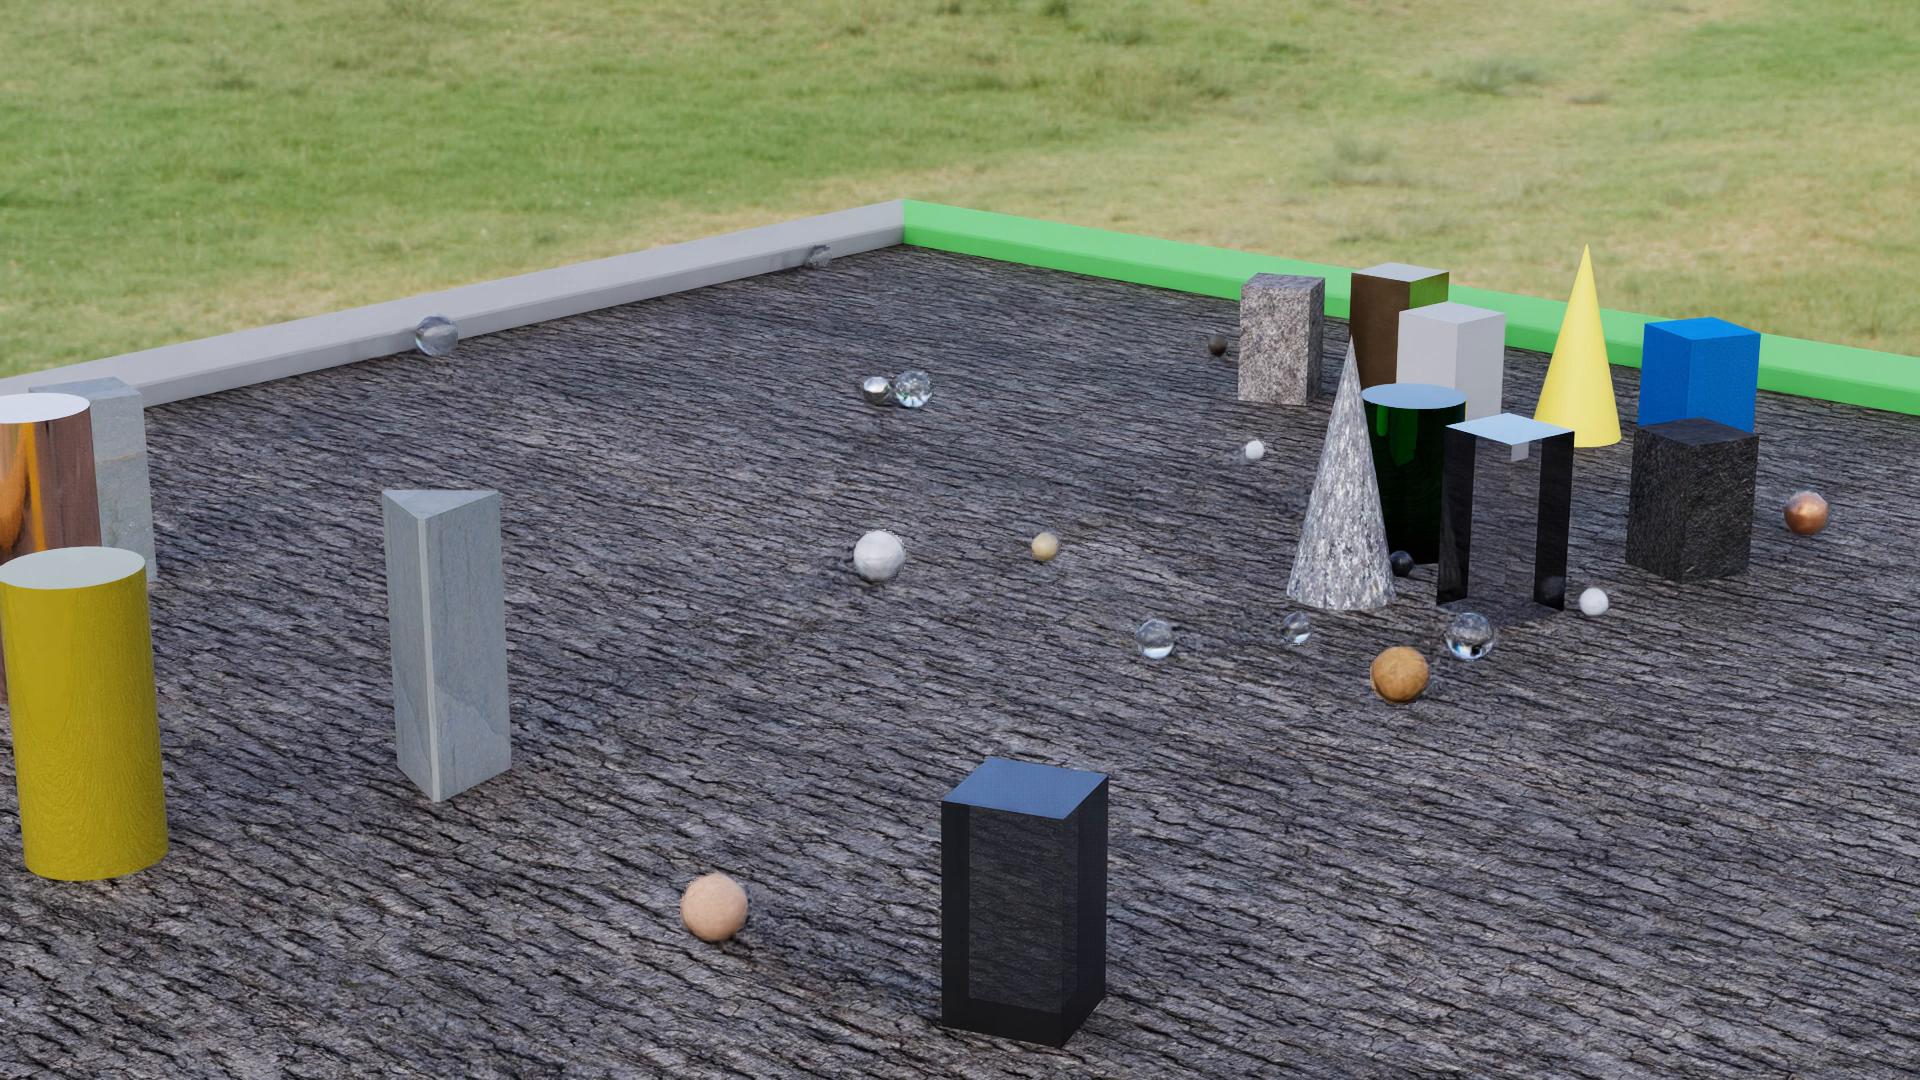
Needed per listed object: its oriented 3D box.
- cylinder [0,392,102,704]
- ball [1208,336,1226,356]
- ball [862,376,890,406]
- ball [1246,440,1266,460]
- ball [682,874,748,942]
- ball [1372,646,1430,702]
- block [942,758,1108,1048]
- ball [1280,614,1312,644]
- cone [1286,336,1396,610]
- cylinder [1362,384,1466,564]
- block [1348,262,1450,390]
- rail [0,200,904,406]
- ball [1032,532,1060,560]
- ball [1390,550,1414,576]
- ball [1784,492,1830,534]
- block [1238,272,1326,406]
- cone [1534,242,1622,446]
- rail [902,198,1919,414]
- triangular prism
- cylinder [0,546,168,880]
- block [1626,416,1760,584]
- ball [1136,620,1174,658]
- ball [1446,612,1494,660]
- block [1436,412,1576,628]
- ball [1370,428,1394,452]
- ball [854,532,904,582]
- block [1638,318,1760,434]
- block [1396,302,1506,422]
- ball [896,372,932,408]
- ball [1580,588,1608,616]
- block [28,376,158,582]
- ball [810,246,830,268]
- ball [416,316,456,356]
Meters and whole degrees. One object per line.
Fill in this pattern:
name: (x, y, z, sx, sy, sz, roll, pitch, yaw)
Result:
cylinder: (-1.447, 0.014, 4.605, 0.191, 0.457, 0.191, 0, 17, 0)
ball: (0.603, -0.455, 6.870, 0.045, 0.045, 0.045, 0, 17, 0)
ball: (-0.183, -0.325, 6.410, 0.063, 0.063, 0.063, 0, 17, 0)
ball: (0.602, -0.182, 5.976, 0.041, 0.041, 0.041, 0, 17, 0)
ball: (-0.312, 0.469, 3.740, 0.085, 0.085, 0.085, 0, 17, 0)
ball: (0.690, 0.210, 4.593, 0.089, 0.089, 0.089, 0, 17, 0)
block: (0.078, 0.432, 3.510, 0.153, 0.290, 0.153, 7, 18, 22)
ball: (0.558, 0.146, 4.870, 0.050, 0.050, 0.050, 0, 17, 0)
cone: (0.668, -0.129, 5.066, 0.191, 0.464, 0.191, 0, 17, 0)
cylinder: (0.820, -0.122, 5.344, 0.191, 0.290, 0.191, 0, 17, 0)
block: (0.961, -0.450, 6.441, 0.153, 0.283, 0.153, 15, 22, 40)
rail: (-1.650, -0.383, 6.492, 0.045, 0.124, 4.602, 14, 22, 39)
ball: (0.155, 0.011, 5.319, 0.050, 0.050, 0.050, 0, 17, 0)
ball: (0.785, 0.041, 5.227, 0.046, 0.046, 0.046, 0, 17, 0)
ball: (1.579, -0.051, 5.469, 0.081, 0.081, 0.081, 0, 17, 0)
block: (0.710, -0.445, 6.471, 0.153, 0.256, 0.153, 6, 18, 19)
cone: (1.295, -0.418, 6.112, 0.191, 0.413, 0.191, 0, 17, 0)
rail: (1.493, -0.466, 6.767, 4.417, 0.124, 0.045, 14, 22, 39)
triangular prism: (-0.767, 0.142, 4.240, 0.143, 0.423, 0.166, 10, 19, 30)
cylinder: (-1.183, 0.233, 3.961, 0.191, 0.410, 0.191, 0, 17, 0)
block: (1.307, -0.072, 5.241, 0.153, 0.253, 0.153, -9, 19, -26)
ball: (0.319, 0.162, 4.795, 0.064, 0.064, 0.064, 0, 17, 0)
ball: (0.833, 0.157, 4.788, 0.078, 0.078, 0.078, 0, 17, 0)
block: (0.930, -0.035, 5.003, 0.153, 0.321, 0.153, -12, 21, -35)
ball: (0.868, -0.204, 6.031, 0.049, 0.049, 0.049, 0, 17, 0)
ball: (-0.144, 0.029, 5.191, 0.090, 0.090, 0.090, 0, 17, 0)
block: (1.397, -0.226, 5.568, 0.153, 0.360, 0.153, -6, 18, -20)
block: (1.006, -0.327, 6.028, 0.153, 0.287, 0.153, -14, 22, -39)
ball: (-0.101, -0.328, 6.393, 0.078, 0.078, 0.078, 0, 17, 0)
ball: (1.082, 0.106, 5.005, 0.049, 0.049, 0.049, 0, 17, 0)
block: (-1.530, -0.098, 5.176, 0.153, 0.341, 0.153, -11, 20, -31)
ball: (-0.376, -0.758, 7.855, 0.056, 0.056, 0.056, 0, 17, 0)
ball: (-1.226, -0.478, 6.861, 0.096, 0.096, 0.096, 0, 17, 0)
